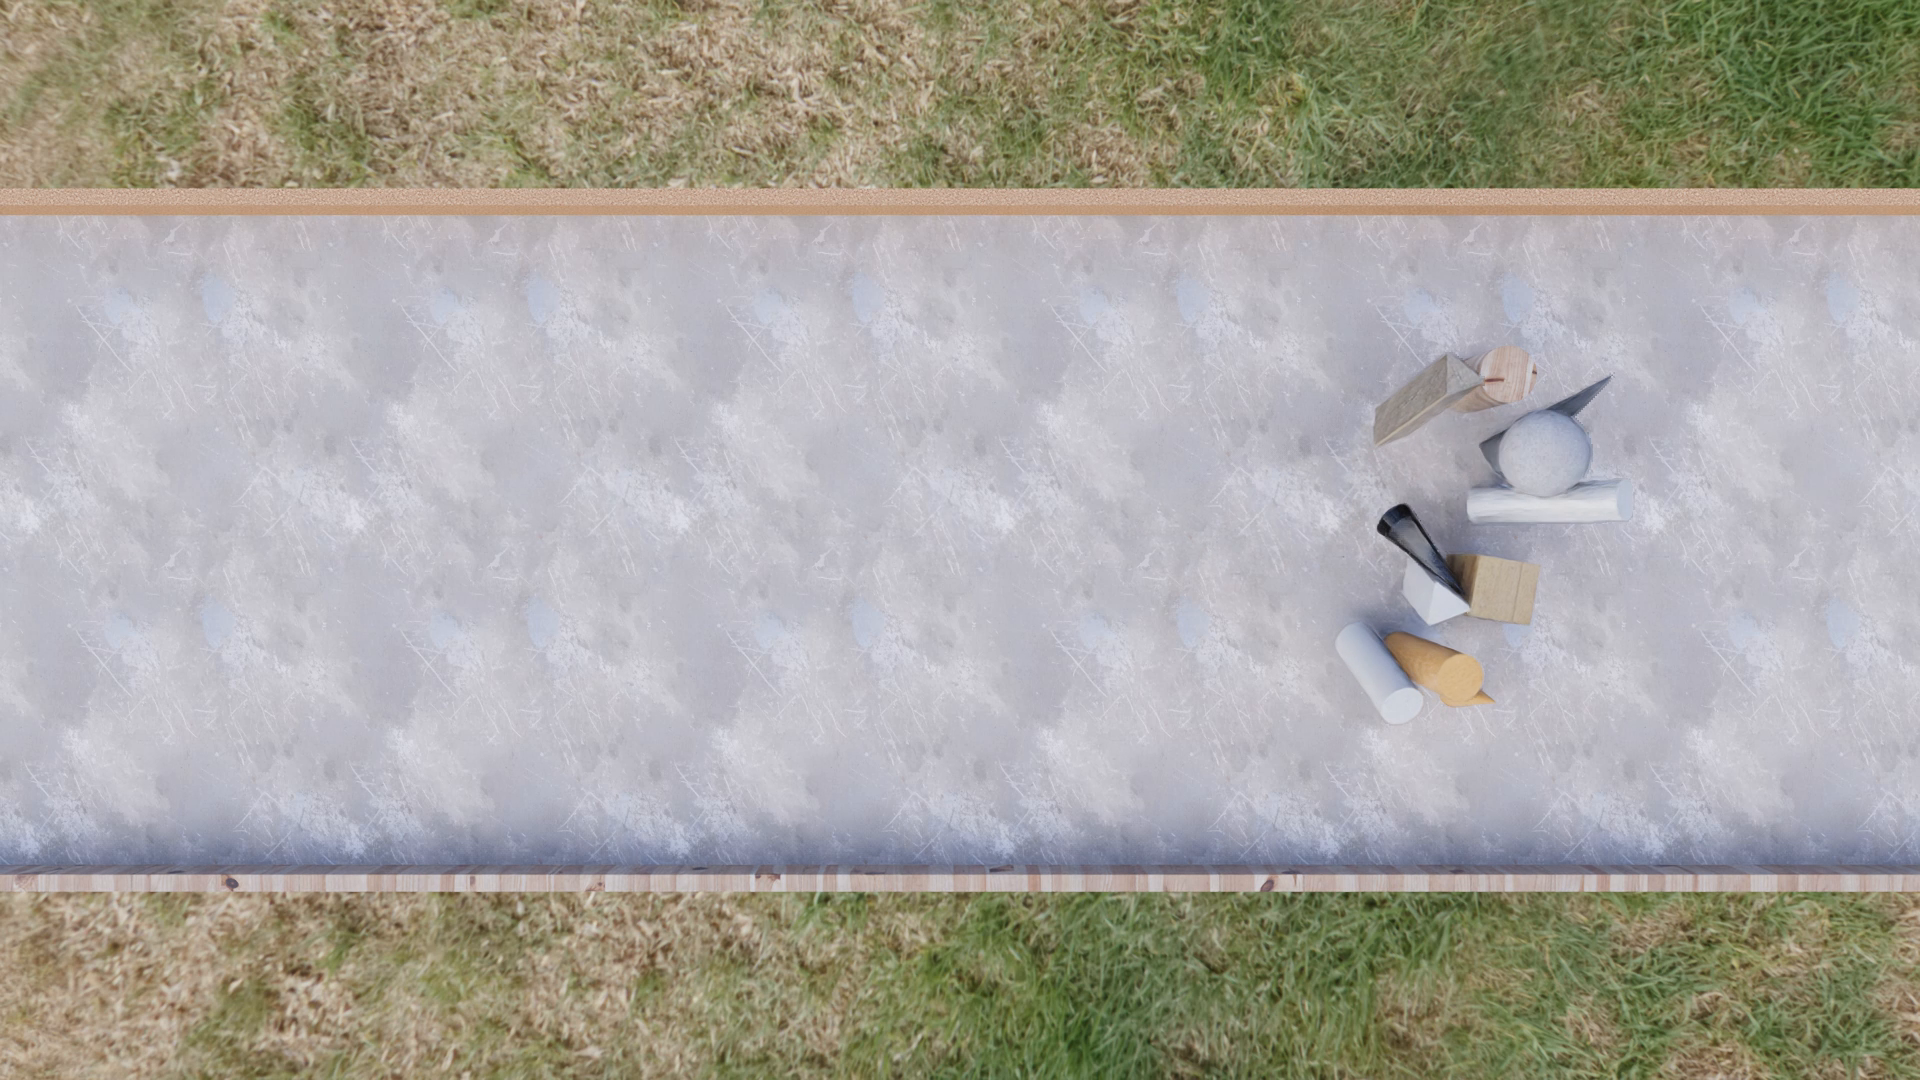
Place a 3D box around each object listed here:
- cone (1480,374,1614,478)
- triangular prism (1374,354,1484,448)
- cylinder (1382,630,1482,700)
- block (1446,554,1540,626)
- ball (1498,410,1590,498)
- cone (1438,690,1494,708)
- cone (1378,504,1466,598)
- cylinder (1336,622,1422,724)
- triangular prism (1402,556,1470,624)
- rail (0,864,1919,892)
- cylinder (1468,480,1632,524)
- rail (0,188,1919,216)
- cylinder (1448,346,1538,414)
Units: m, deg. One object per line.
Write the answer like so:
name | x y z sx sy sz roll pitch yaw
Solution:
cone | 1.767 -0.365 4.907 0.437 0.135 0.135 -41 90 31
triangular prism | 1.351 -0.416 4.858 0.129 0.444 0.111 -20 79 -18
cylinder | 1.378 0.366 4.854 0.134 0.428 0.134 -1 96 -8
block | 1.572 0.145 4.918 0.177 0.315 0.177 10 90 -1
ball | 1.663 -0.244 4.696 0.248 0.248 0.248 0 90 0
cone | 1.525 0.462 4.881 0.108 0.391 0.108 0 90 0
cone | 1.401 0.055 4.914 0.119 0.119 0.366 -33 51 0
cylinder | 1.242 0.392 4.902 0.129 0.334 0.129 -7 123 -10
triangular prism | 1.396 0.132 4.907 0.129 0.308 0.112 -22 104 7
rail | -2.247 1.025 5.001 12.000 0.150 0.050 0 90 0
cylinder | 1.739 -0.110 4.878 0.452 0.118 0.118 -2 90 44
rail | -2.247 -1.025 5.002 12.000 0.150 0.050 0 90 0
cylinder | 1.557 -0.471 4.879 0.163 0.395 0.163 0 90 0
